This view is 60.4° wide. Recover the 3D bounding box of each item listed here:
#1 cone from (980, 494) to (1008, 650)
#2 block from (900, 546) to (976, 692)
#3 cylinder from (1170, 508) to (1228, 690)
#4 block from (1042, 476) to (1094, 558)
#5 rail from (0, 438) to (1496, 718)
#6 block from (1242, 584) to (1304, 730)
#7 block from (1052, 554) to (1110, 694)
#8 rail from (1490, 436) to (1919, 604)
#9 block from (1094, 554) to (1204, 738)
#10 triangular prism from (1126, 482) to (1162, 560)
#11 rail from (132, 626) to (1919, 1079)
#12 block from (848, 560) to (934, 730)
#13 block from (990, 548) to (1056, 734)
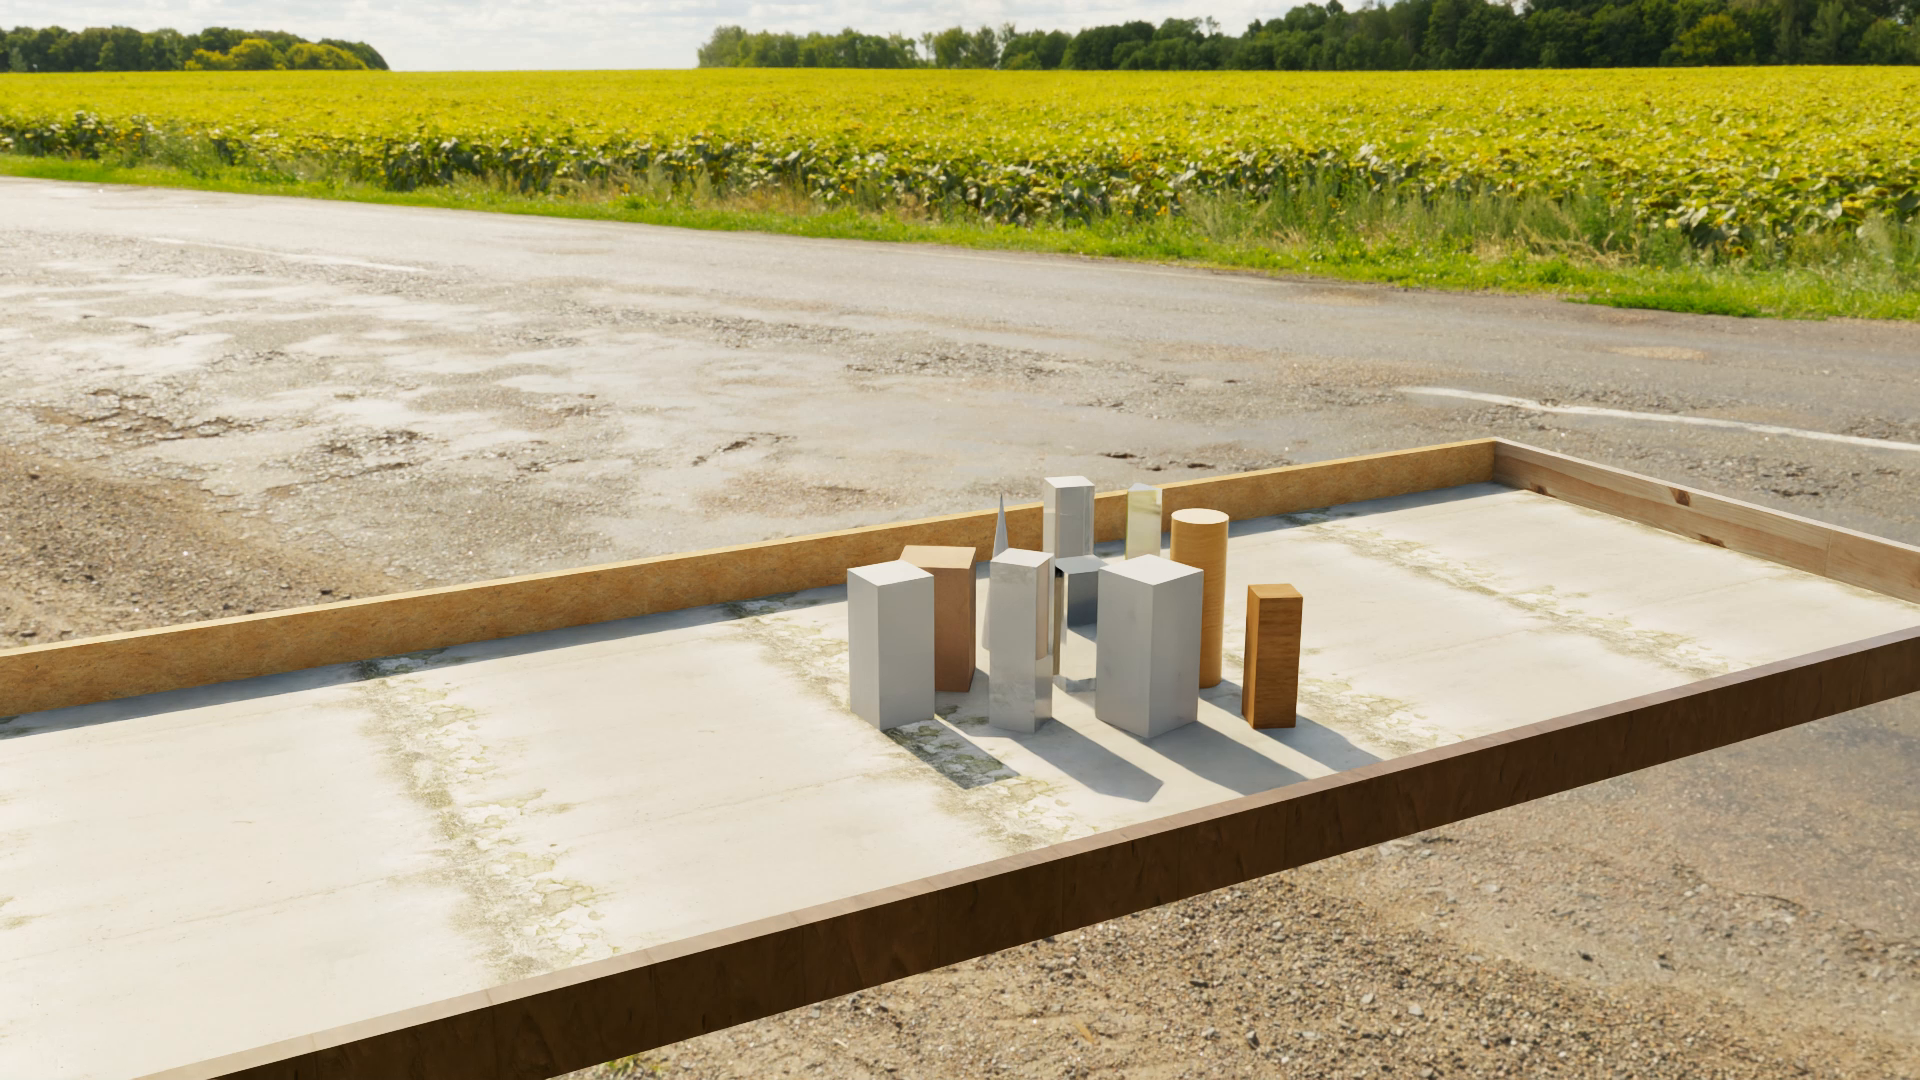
[{"bbox_3d":[0.108,0.074,4.342,0.107,0.428,0.107,0,16,0],"label":"cone"},{"bbox_3d":[-0.057,0.195,4.123,0.179,0.321,0.179,2,16,6],"label":"block"},{"bbox_3d":[0.589,0.146,4.102,0.139,0.426,0.139,0,16,0],"label":"cylinder"},{"bbox_3d":[0.301,0.022,4.605,0.112,0.381,0.112,-4,17,-13],"label":"block"},{"bbox_3d":[-3.305,0.497,3.399,12.000,0.150,0.050,-9,18,-27],"label":"rail"},{"bbox_3d":[0.729,0.272,3.860,0.102,0.322,0.102,-2,16,-6],"label":"block"},{"bbox_3d":[0.297,0.208,4.099,0.127,0.309,0.127,-6,17,-20],"label":"block"},{"bbox_3d":[2.466,-0.048,5.253,0.050,0.150,2.100,-9,18,-27],"label":"rail"},{"bbox_3d":[0.441,0.246,3.858,0.171,0.372,0.171,-14,21,-39],"label":"block"},{"bbox_3d":[0.468,0.072,4.331,0.093,0.440,0.080,-3,17,-10],"label":"triangular prism"},{"bbox_3d":[-2.336,1.006,1.665,12.000,0.150,0.050,-9,18,-27],"label":"rail"},{"bbox_3d":[-0.162,0.246,3.890,0.149,0.355,0.149,-10,19,-30],"label":"block"},{"bbox_3d":[0.144,0.234,3.840,0.114,0.405,0.114,7,18,23],"label":"block"}]
